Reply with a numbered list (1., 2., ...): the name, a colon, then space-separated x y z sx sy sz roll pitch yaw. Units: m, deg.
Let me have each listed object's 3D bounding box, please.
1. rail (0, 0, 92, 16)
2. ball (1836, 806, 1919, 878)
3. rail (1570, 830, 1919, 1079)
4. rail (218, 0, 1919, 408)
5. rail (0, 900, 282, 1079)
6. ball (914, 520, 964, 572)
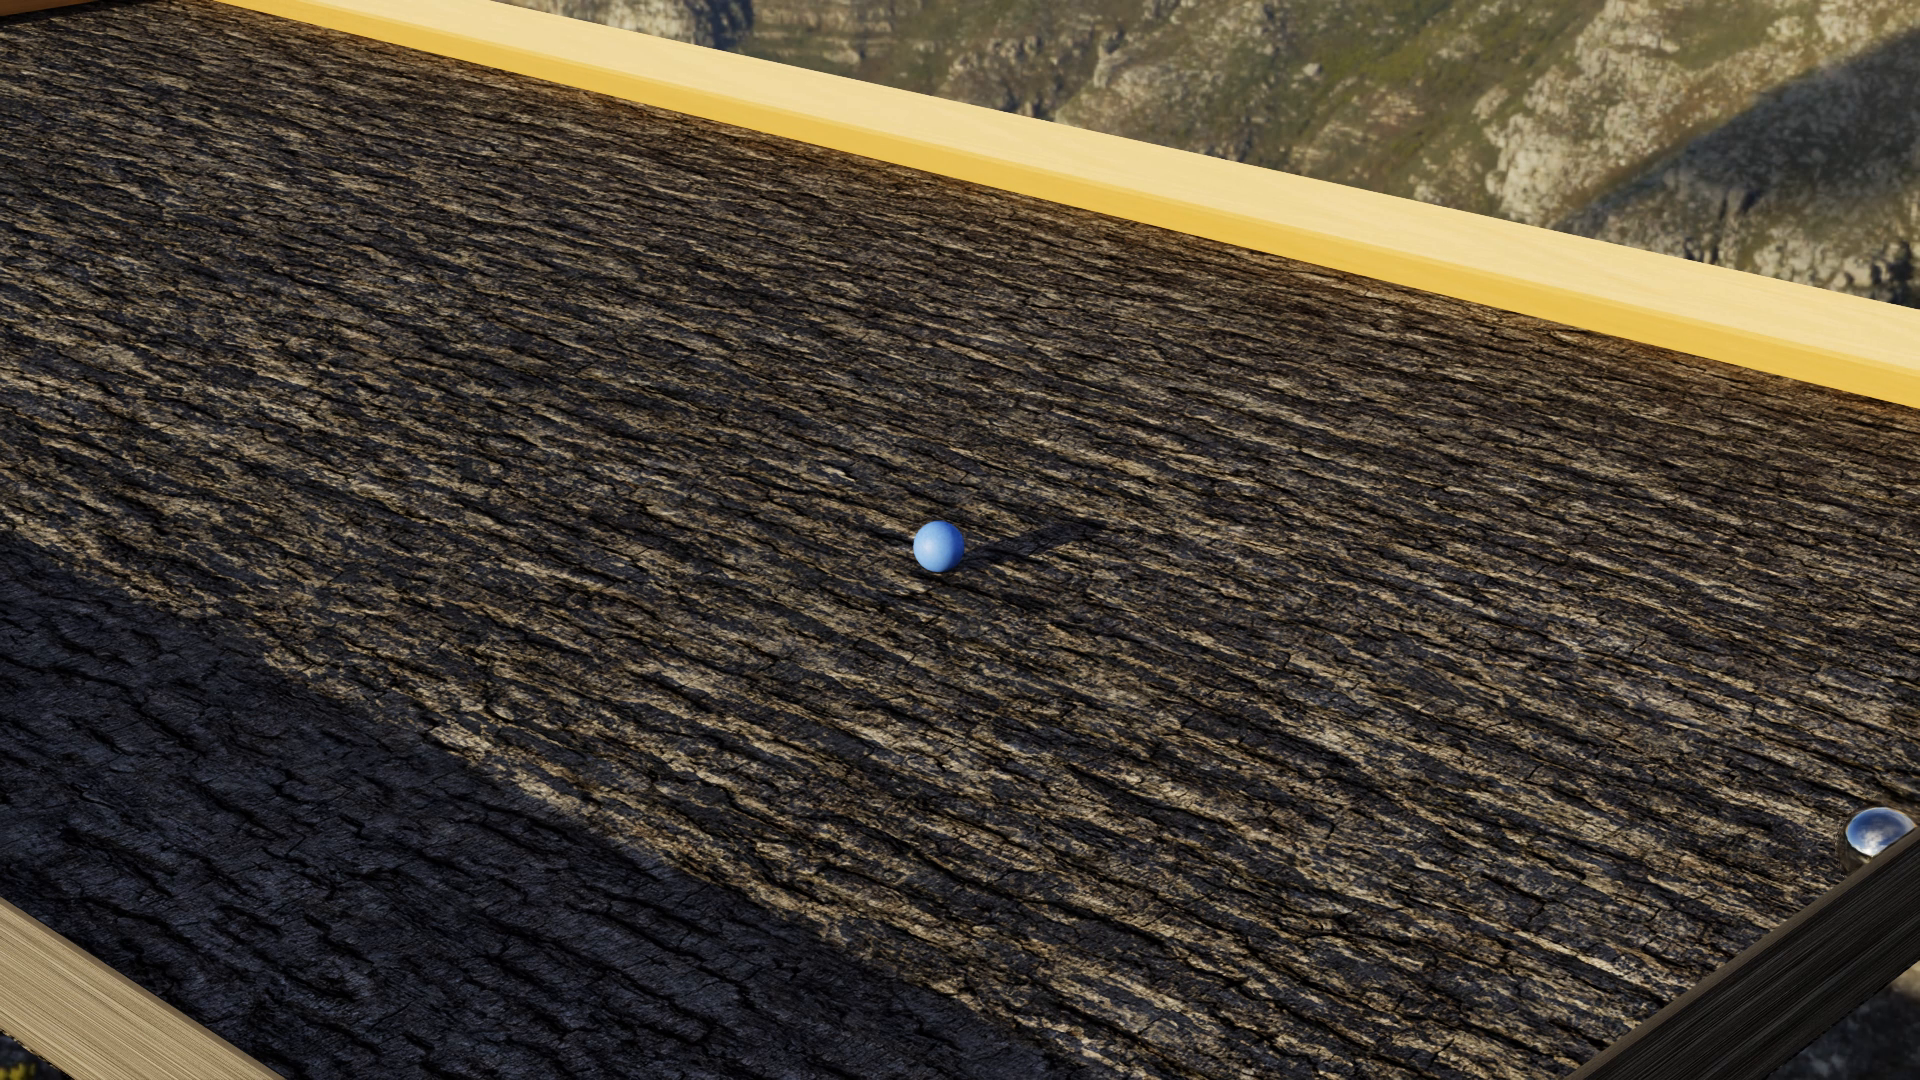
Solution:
1. rail: -2.045 -0.734 4.404 0.045 0.102 1.993 19 29 40
2. ball: 0.643 0.216 2.051 0.060 0.060 0.060 0 22 0
3. rail: 0.670 0.209 2.008 0.045 0.102 1.993 19 29 40
4. rail: -0.018 -0.521 3.862 3.789 0.102 0.045 19 29 40
5. rail: -1.357 -0.004 2.549 3.789 0.102 0.045 19 29 40
6. ball: -0.019 0.006 2.603 0.046 0.046 0.046 0 22 0
